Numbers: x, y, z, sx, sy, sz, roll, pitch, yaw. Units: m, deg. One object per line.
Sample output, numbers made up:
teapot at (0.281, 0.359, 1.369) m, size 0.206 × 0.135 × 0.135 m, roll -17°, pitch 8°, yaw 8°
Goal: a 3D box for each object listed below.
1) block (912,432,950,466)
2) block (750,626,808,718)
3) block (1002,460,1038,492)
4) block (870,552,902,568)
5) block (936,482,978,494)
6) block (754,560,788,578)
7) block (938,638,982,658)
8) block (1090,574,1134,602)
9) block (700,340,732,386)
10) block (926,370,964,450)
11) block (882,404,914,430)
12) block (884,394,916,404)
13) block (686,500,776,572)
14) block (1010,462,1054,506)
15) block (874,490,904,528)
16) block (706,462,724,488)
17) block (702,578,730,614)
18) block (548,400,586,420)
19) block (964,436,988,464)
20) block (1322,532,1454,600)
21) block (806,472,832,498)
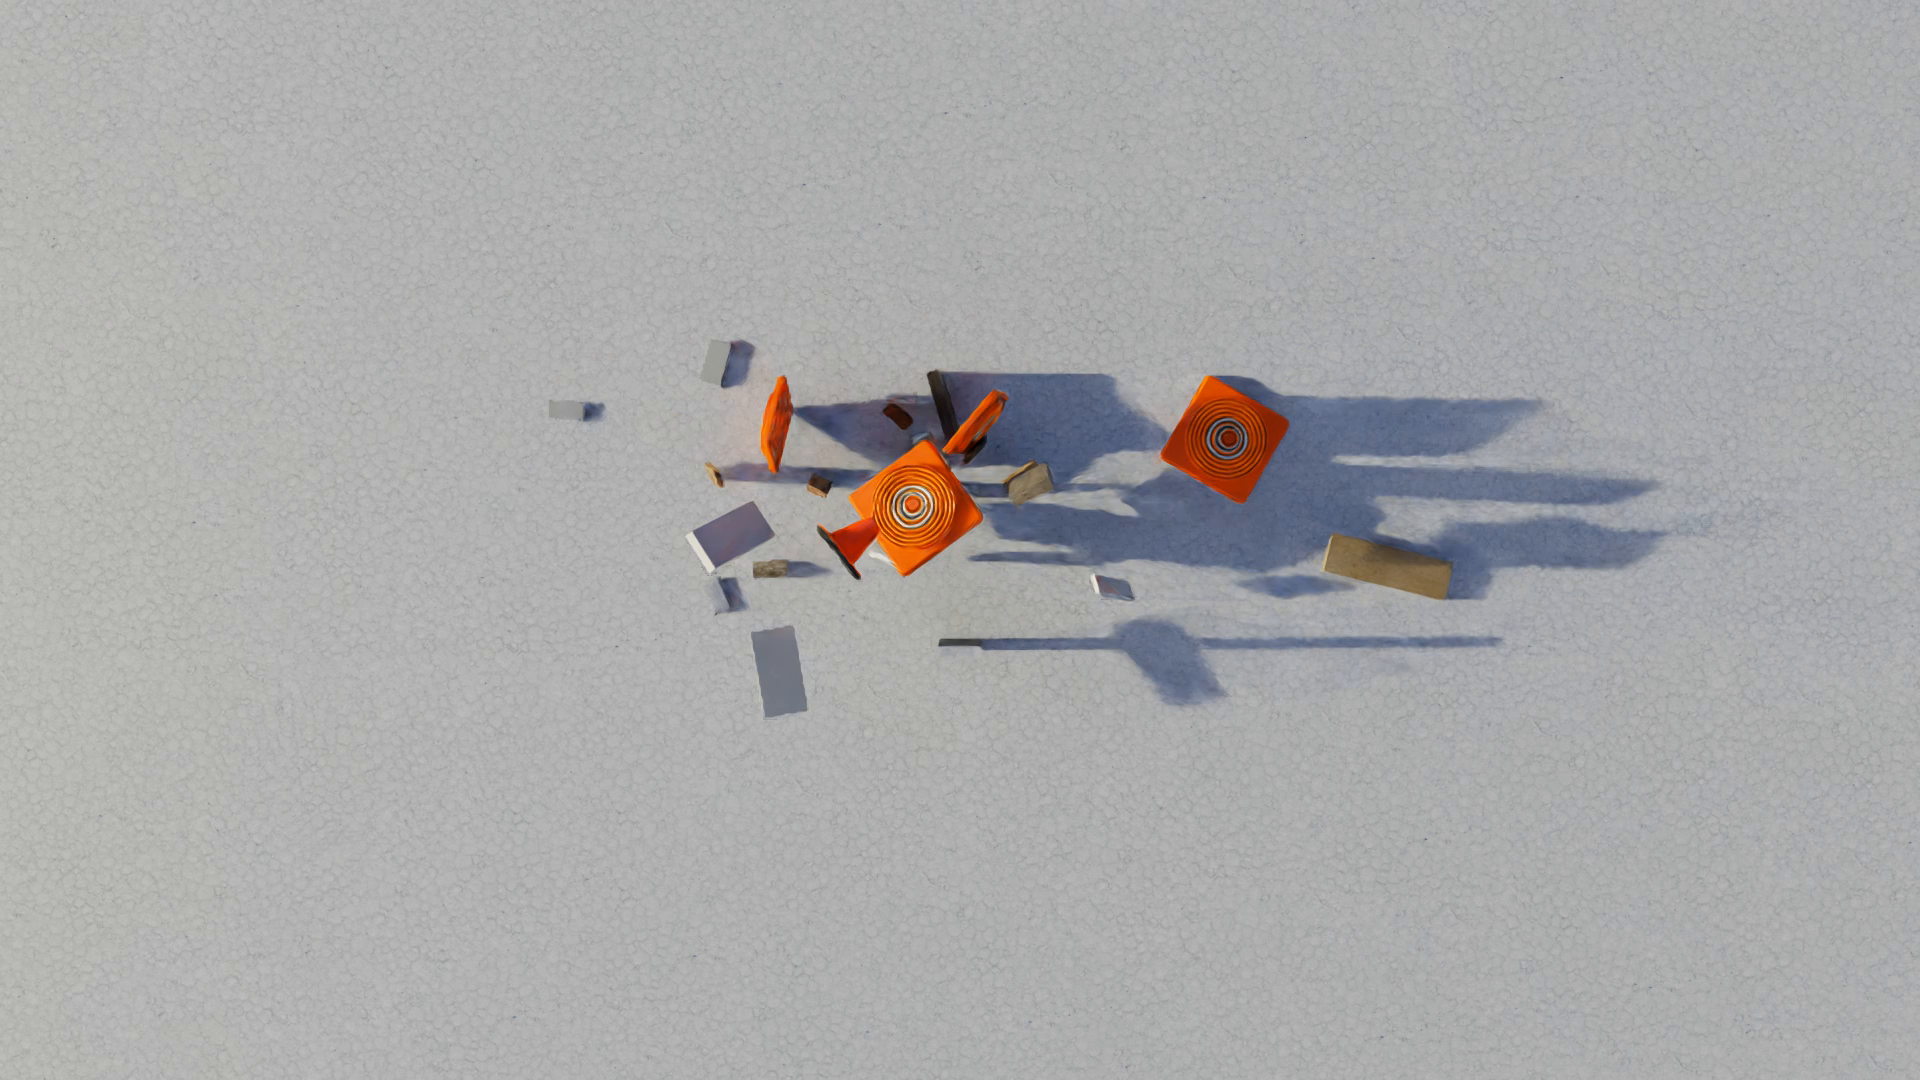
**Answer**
block at (-0.097, -0.296, 5.384) m, size 0.065 × 0.018 × 0.131 m, roll -12°, pitch 131°, yaw 30°
block at (-0.570, 0.416, 5.209) m, size 0.136 × 0.039 × 0.273 m, roll -10°, pitch 84°, yaw -7°
block at (0.210, -0.205, 5.475) m, size 0.131 × 0.018 × 0.065 m, roll -35°, pitch 121°, yaw 0°
block at (-0.241, 0.064, 5.376) m, size 0.055 × 0.110 × 0.016 m, roll 31°, pitch 79°, yaw -41°
block at (-0.007, -0.169, 5.430) m, size 0.065 × 0.131 × 0.018 m, roll -2°, pitch 82°, yaw 43°
block at (-0.630, 0.096, 5.479) m, size 0.110 × 0.016 × 0.055 m, roll -5°, pitch 59°, yaw 0°
block at (0.000, 0.349, 5.301) m, size 0.136 × 0.398 × 0.039 m, roll 0°, pitch 90°, yaw 0°
block at (0.495, 0.157, 5.358) m, size 0.142 × 0.020 × 0.071 m, roll 12°, pitch 45°, yaw -32°
block at (-0.813, -0.590, 5.490) m, size 0.071 × 0.020 × 0.142 m, roll 16°, pitch 90°, yaw 0°
block at (-0.047, -0.426, 5.433) m, size 0.037 × 0.131 × 0.261 m, roll -16°, pitch 90°, yaw 8°
block at (-0.205, -0.412, 5.460) m, size 0.097 × 0.014 × 0.049 m, roll 41°, pitch 115°, yaw -17°
block at (-0.195, -0.462, 5.389) m, size 0.097 × 0.049 × 0.014 m, roll -1°, pitch 76°, yaw 3°
block at (-0.723, -0.013, 5.220) m, size 0.273 × 0.039 × 0.136 m, roll -31°, pitch 88°, yaw -44°
block at (0.222, -0.175, 5.165) m, size 0.131 × 0.261 × 0.037 m, roll -26°, pitch 102°, yaw 7°
block at (-0.236, -0.103, 5.492) m, size 0.058 × 0.016 × 0.116 m, roll -29°, pitch 90°, yaw 0°
block at (-0.808, -0.214, 5.435) m, size 0.016 × 0.116 × 0.058 m, roll -24°, pitch 115°, yaw -16°
block at (-0.810, 0.187, 5.492) m, size 0.055 × 0.016 × 0.110 m, roll -24°, pitch 90°, yaw 0°
block at (-1.310, -0.431, 5.492) m, size 0.116 × 0.016 × 0.058 m, roll 5°, pitch 90°, yaw 0°
block at (0.049, -0.288, 5.246) m, size 0.014 × 0.049 × 0.097 m, roll 36°, pitch 125°, yaw -16°
block at (1.421, 0.089, 5.482) m, size 0.410 × 0.037 × 0.131 m, roll 14°, pitch 90°, yaw 0°
block at (-0.463, -0.178, 5.421) m, size 0.071 × 0.149 × 0.020 m, roll 25°, pitch 106°, yaw -6°
